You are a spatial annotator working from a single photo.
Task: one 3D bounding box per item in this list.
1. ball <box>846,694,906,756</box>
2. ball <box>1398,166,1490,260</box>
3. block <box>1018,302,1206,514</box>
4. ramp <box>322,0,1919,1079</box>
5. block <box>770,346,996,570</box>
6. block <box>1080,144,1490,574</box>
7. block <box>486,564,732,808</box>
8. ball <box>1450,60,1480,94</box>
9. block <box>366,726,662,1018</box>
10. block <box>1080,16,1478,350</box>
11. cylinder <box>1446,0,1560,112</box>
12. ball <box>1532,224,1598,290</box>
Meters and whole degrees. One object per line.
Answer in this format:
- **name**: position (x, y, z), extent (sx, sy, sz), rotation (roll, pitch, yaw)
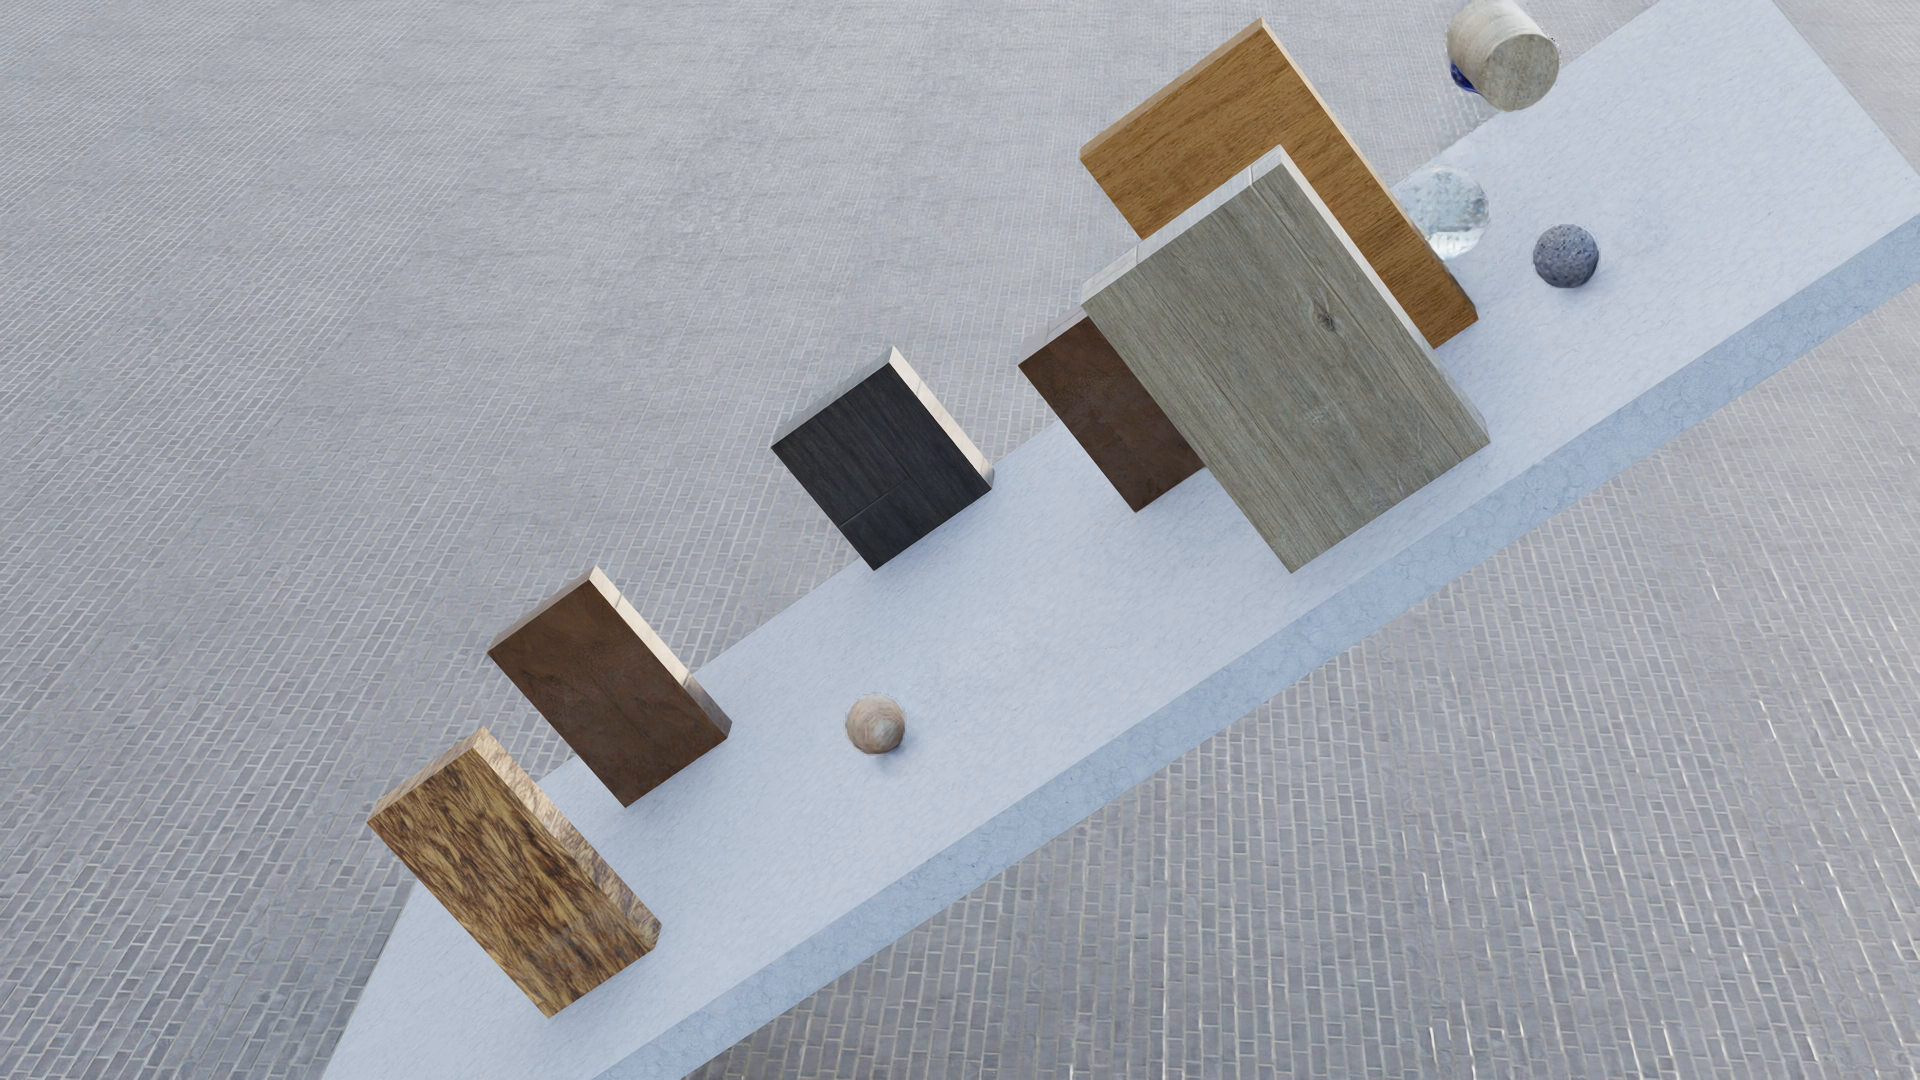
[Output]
- **ball**: position (-0.173, 0.380, 6.038), extent (0.123, 0.123, 0.123), rotation (0, 23, 0)
- **ball**: position (1.010, -0.684, 6.155), extent (0.193, 0.193, 0.193), rotation (0, 23, 0)
- **block**: position (0.405, -0.344, 6.193), extent (0.391, 0.412, 0.142), rotation (-35, 16, 17)
- **ramp**: position (0.127, 0.180, 6.326), extent (4.000, 0.100, 2.000), rotation (-35, 16, 17)
- **block**: position (-0.186, -0.196, 7.150), extent (0.366, 0.403, 0.121), rotation (-35, 16, 17)
- **block**: position (0.585, -0.318, 5.282), extent (0.435, 0.641, 0.122), rotation (-35, 16, 17)
- **block**: position (-0.820, 0.347, 6.902), extent (0.317, 0.503, 0.086), rotation (-35, 16, 17)
- **ball**: position (1.024, -0.940, 5.813), extent (0.114, 0.114, 0.114), rotation (0, 23, 0)
- **block**: position (-0.912, 0.686, 6.042), extent (0.292, 0.569, 0.096), rotation (-35, 16, 17)
- **block**: position (0.631, -0.605, 5.808), extent (0.436, 0.730, 0.088), rotation (-35, 16, 17)
- **cylinder**: position (1.031, -0.925, 5.592), extent (0.162, 0.162, 0.162), rotation (-6, 37, -15)
- **ball**: position (1.148, -0.537, 5.573), extent (0.122, 0.122, 0.122), rotation (0, 23, 0)
